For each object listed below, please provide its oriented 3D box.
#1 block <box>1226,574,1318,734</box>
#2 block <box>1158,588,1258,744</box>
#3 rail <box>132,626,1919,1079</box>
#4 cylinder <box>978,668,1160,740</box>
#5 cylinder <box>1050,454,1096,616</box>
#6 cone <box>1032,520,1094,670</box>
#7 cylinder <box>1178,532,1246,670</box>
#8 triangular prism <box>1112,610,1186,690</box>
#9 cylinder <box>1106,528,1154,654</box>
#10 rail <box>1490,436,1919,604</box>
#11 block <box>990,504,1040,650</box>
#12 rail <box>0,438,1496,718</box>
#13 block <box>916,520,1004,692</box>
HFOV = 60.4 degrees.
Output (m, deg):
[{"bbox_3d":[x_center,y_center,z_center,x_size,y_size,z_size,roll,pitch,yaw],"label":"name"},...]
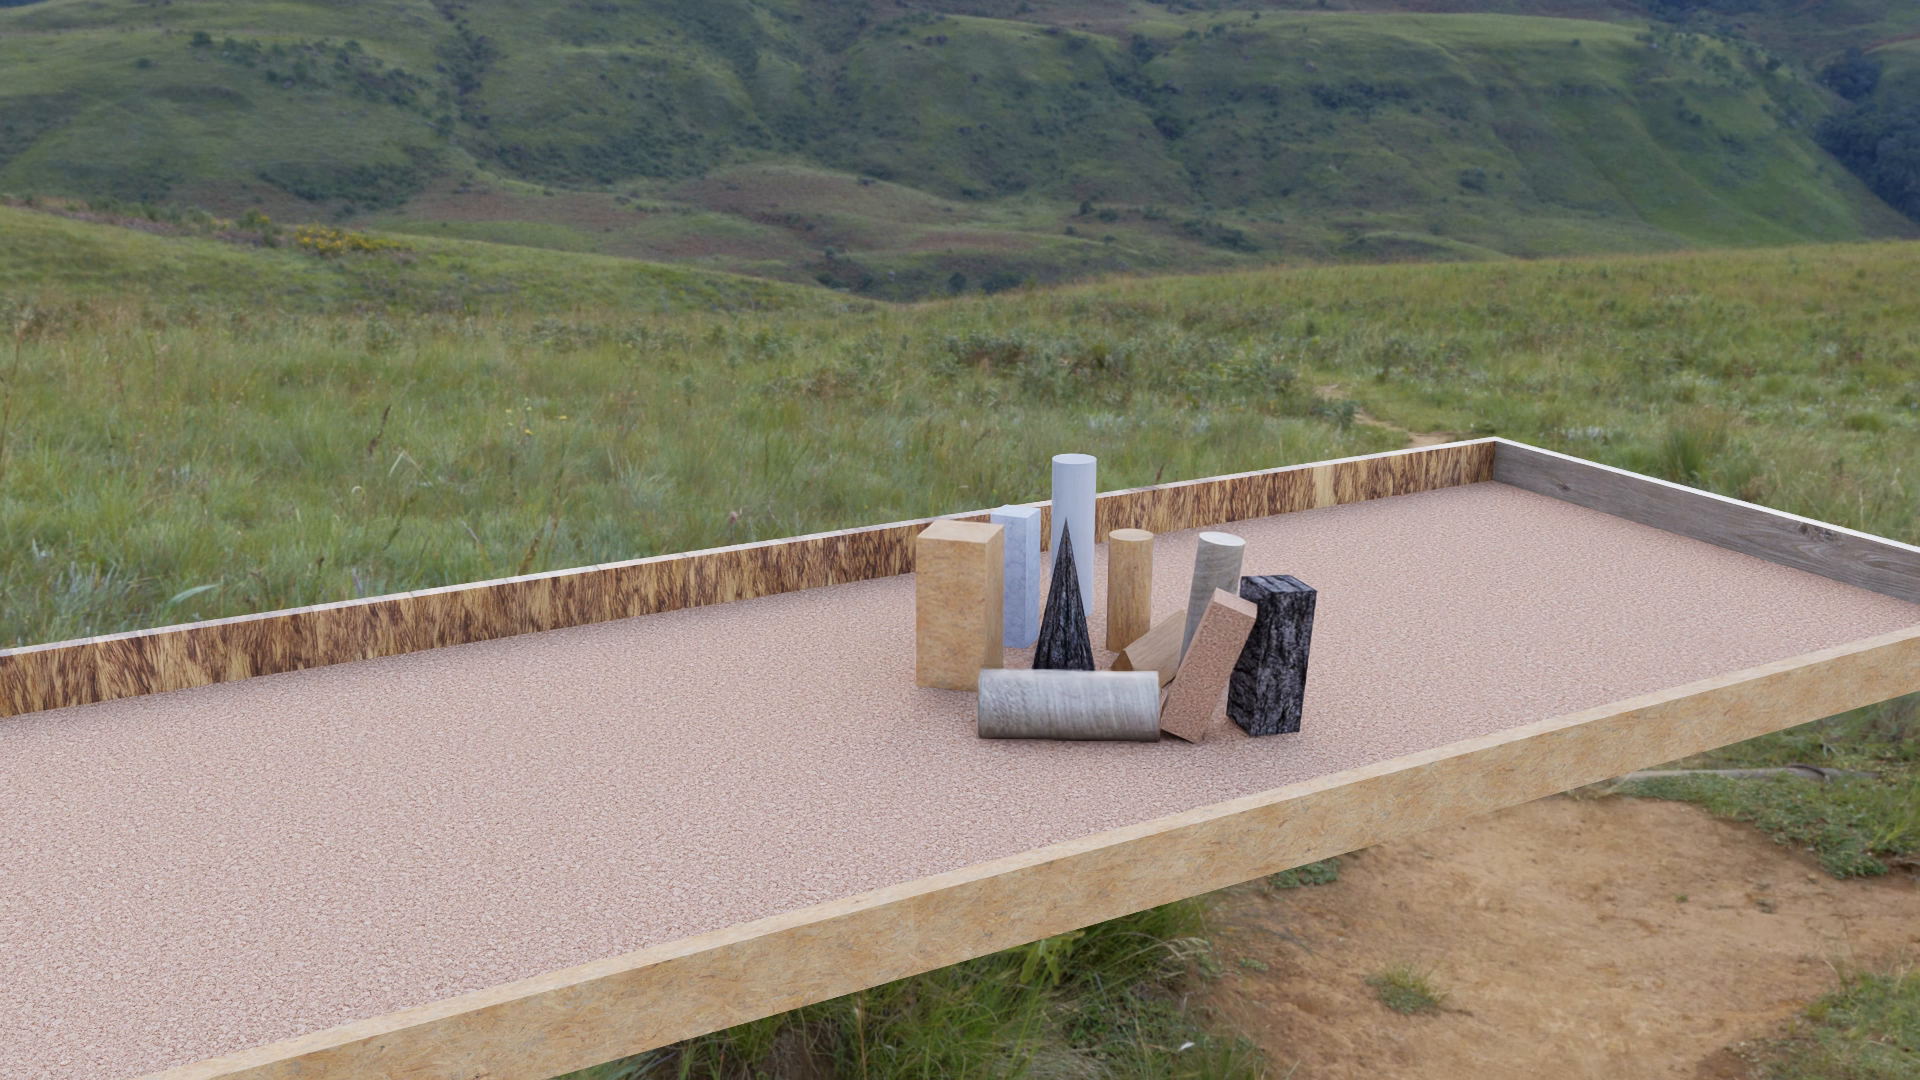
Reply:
[{"bbox_3d":[0.721,0.265,3.831,0.127,0.344,0.127,-1,16,-18],"label":"block"},{"bbox_3d":[0.564,0.287,3.763,0.101,0.332,0.101,23,19,4],"label":"block"},{"bbox_3d":[-2.336,1.006,1.665,12.000,0.150,0.050,-9,18,-27],"label":"rail"},{"bbox_3d":[0.248,0.377,3.793,0.407,0.158,0.158,1,16,3],"label":"cylinder"},{"bbox_3d":[0.315,-0.011,4.607,0.122,0.443,0.122,0,16,0],"label":"cylinder"},{"bbox_3d":[0.261,0.145,4.103,0.169,0.427,0.169,0,16,0],"label":"cone"},{"bbox_3d":[0.624,0.171,4.103,0.114,0.367,0.114,6,17,-2],"label":"cylinder"},{"bbox_3d":[0.490,0.280,4.185,0.134,0.116,0.360,9,19,29],"label":"triangular prism"},{"bbox_3d":[0.446,0.135,4.343,0.115,0.310,0.115,0,16,0],"label":"cylinder"},{"bbox_3d":[2.466,-0.048,5.253,0.050,0.150,2.100,-9,18,-27],"label":"rail"},{"bbox_3d":[0.147,0.097,4.383,0.101,0.361,0.101,7,18,23],"label":"block"},{"bbox_3d":[-3.305,0.497,3.399,12.000,0.150,0.050,-9,18,-27],"label":"rail"},{"bbox_3d":[0.001,0.162,4.119,0.176,0.383,0.176,5,16,16],"label":"block"}]
